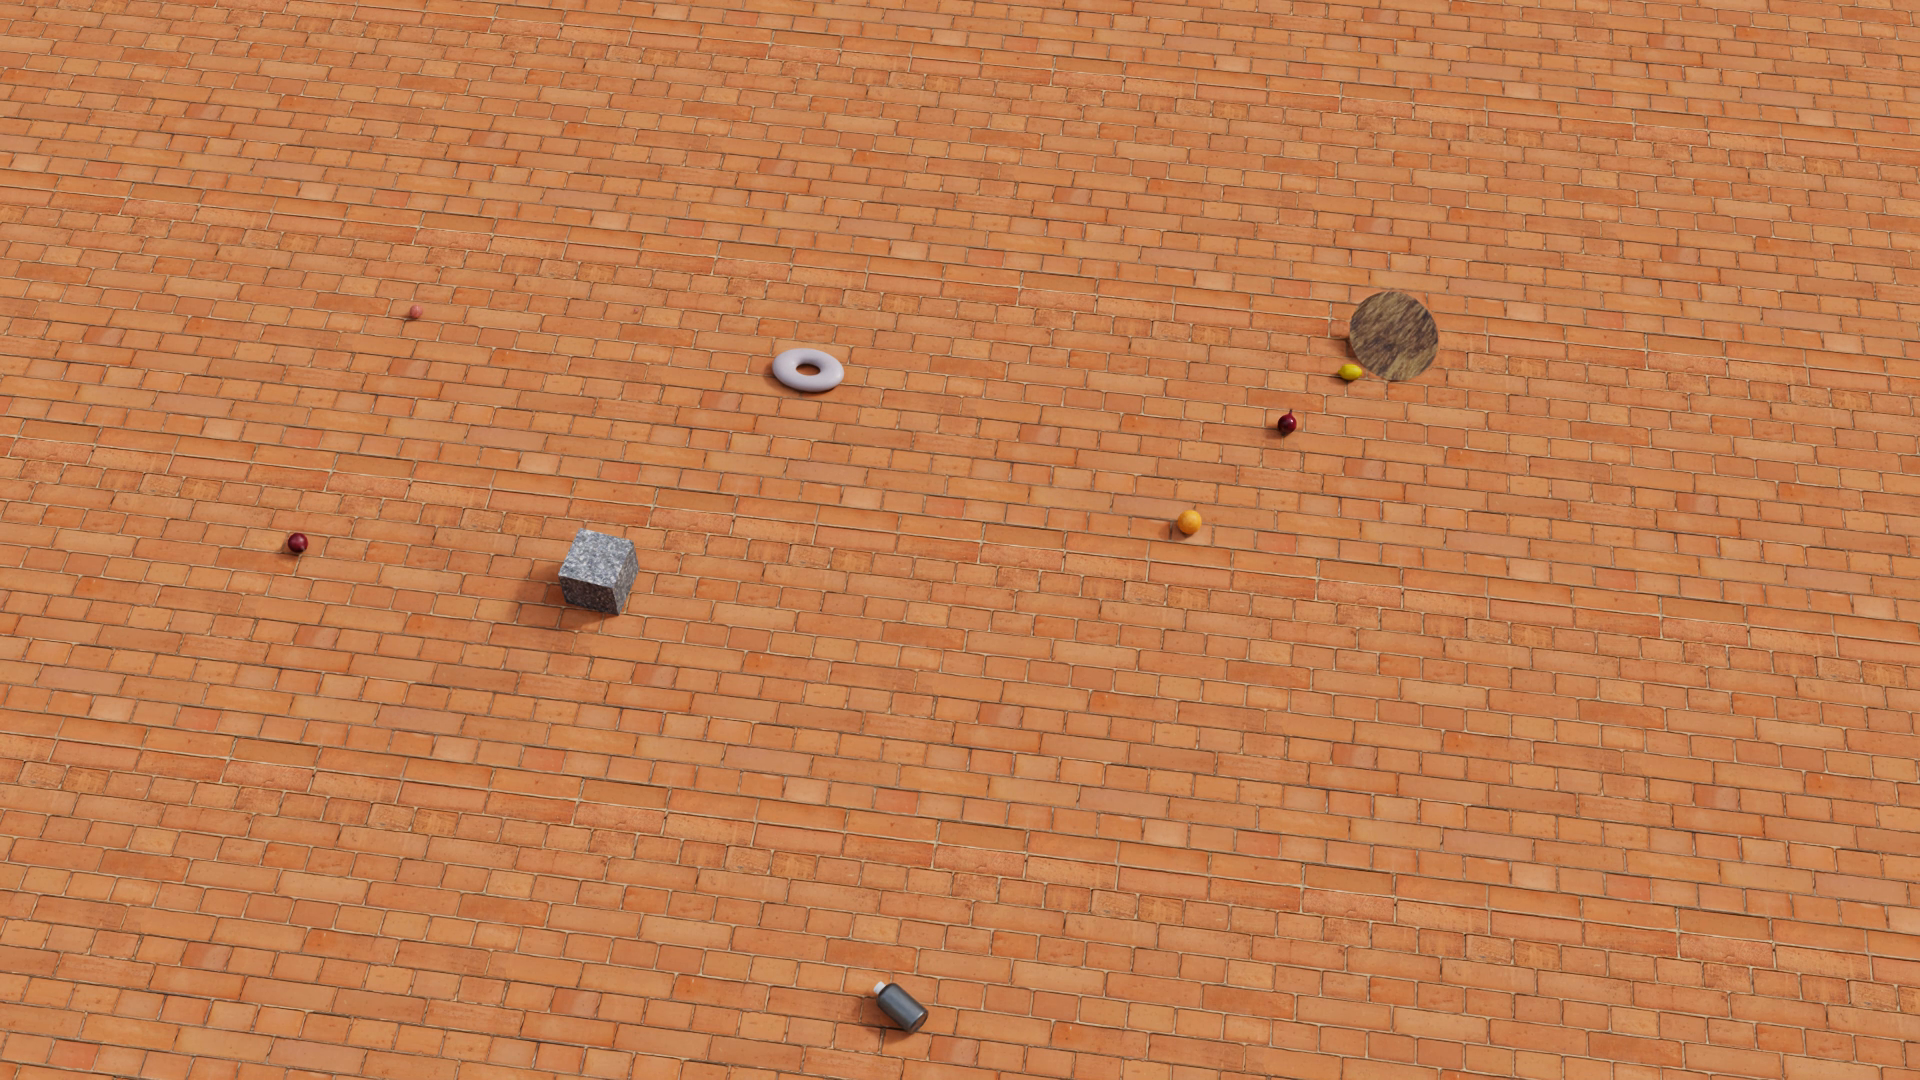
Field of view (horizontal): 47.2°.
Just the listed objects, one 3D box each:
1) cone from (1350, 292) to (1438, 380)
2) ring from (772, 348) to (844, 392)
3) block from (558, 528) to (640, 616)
[{"bbox_3d":[1.381,-0.644,6.952,0.262,0.122,0.294,-44,79,18],"label":"cone"},{"bbox_3d":[-0.477,-0.534,6.906,0.233,0.044,0.158,12,58,9],"label":"ring"},{"bbox_3d":[-1.053,0.093,6.420,0.167,0.151,0.170,13,57,9],"label":"block"}]
